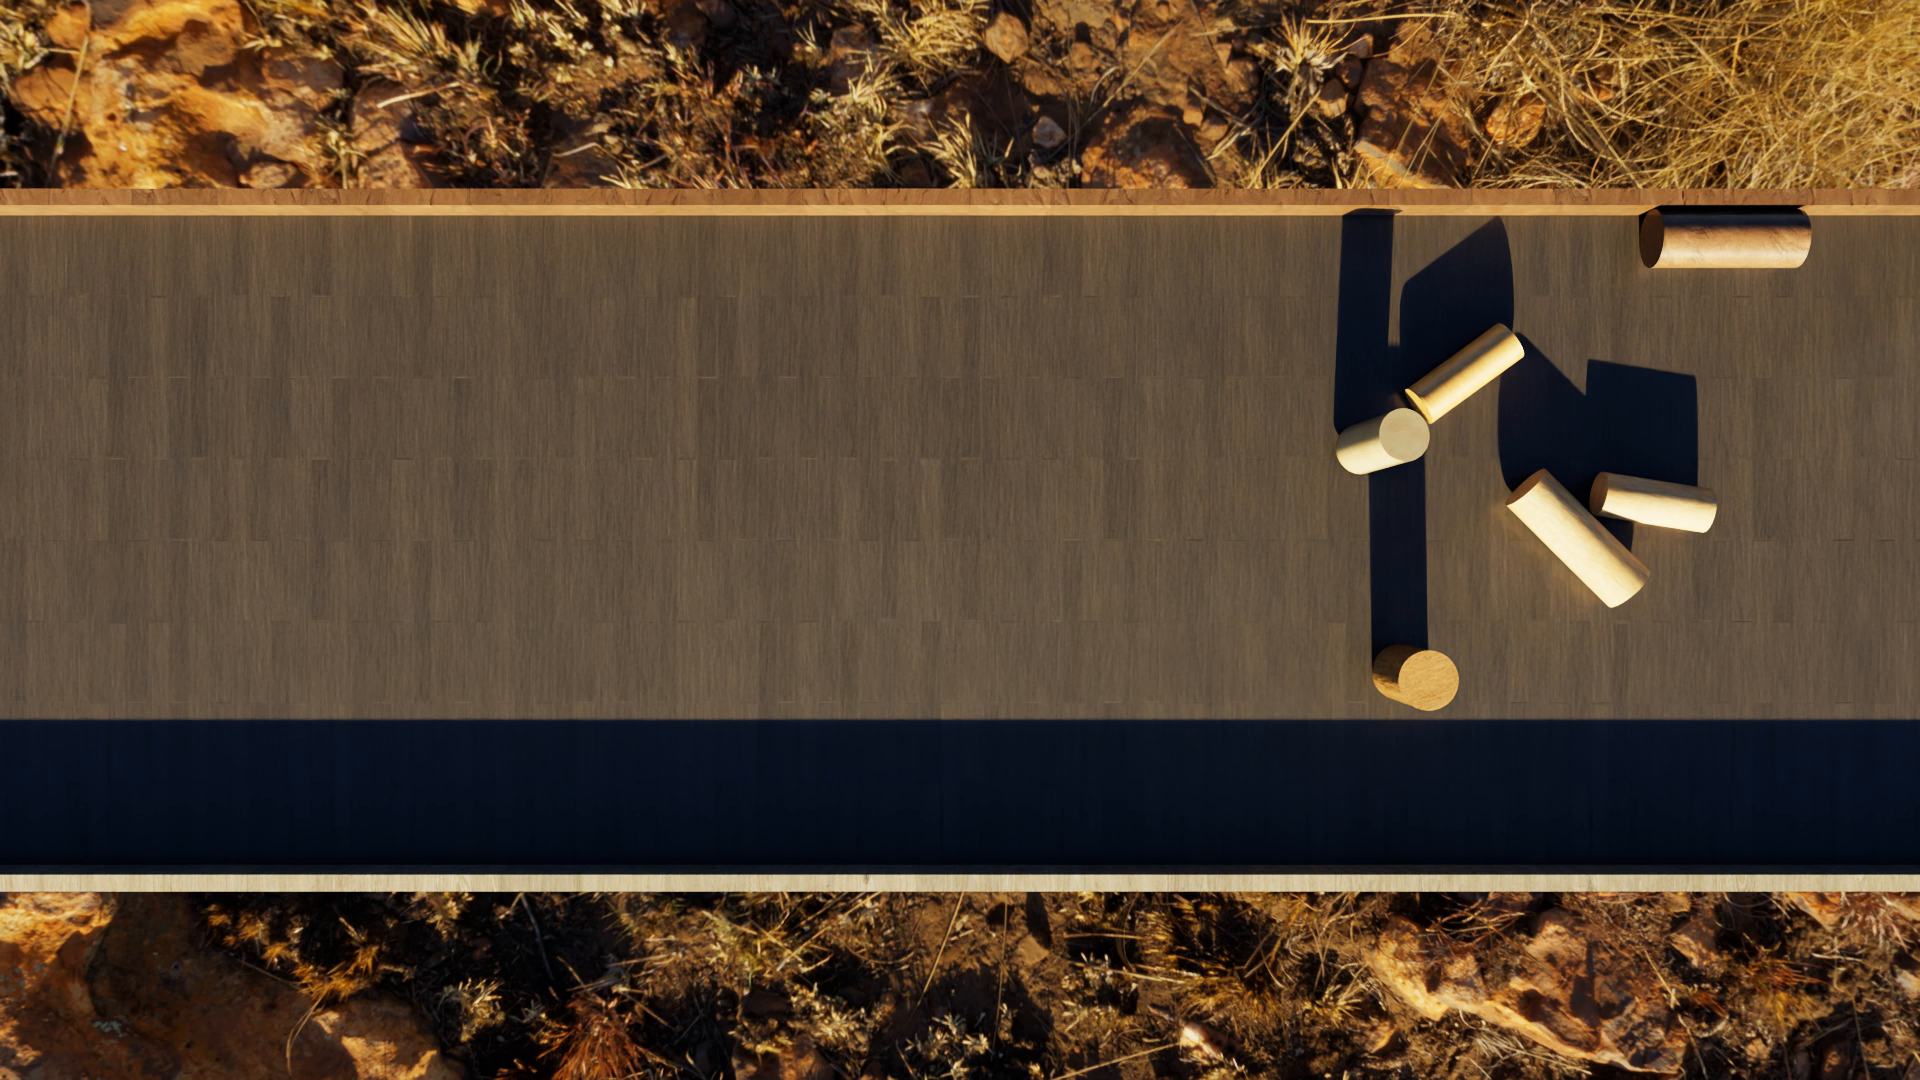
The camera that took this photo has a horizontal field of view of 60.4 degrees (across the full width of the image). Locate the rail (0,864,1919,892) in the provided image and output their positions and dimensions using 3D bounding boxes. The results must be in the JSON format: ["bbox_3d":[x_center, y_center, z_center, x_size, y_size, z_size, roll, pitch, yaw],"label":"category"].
[{"bbox_3d":[-2.247,1.025,5.001,12.000,0.150,0.050,0,90,0],"label":"rail"}]

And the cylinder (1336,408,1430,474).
[{"bbox_3d":[1.255,-0.291,4.912,0.156,0.303,0.156,1,85,-11],"label":"cylinder"}]

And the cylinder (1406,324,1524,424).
[{"bbox_3d":[1.532,-0.506,5.012,0.341,0.129,0.129,-36,90,0],"label":"cylinder"}]

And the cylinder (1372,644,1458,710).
[{"bbox_3d":[1.355,0.406,4.923,0.174,0.308,0.174,0,90,0],"label":"cylinder"}]

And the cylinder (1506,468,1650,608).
[{"bbox_3d":[1.870,-0.007,4.997,0.438,0.158,0.158,45,90,0],"label":"cylinder"}]

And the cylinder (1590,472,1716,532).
[{"bbox_3d":[2.102,-0.115,5.008,0.330,0.135,0.135,9,90,0],"label":"cylinder"}]

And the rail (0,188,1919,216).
[{"bbox_3d":[-2.247,-1.025,5.002,12.000,0.150,0.050,0,90,0],"label":"rail"}]
